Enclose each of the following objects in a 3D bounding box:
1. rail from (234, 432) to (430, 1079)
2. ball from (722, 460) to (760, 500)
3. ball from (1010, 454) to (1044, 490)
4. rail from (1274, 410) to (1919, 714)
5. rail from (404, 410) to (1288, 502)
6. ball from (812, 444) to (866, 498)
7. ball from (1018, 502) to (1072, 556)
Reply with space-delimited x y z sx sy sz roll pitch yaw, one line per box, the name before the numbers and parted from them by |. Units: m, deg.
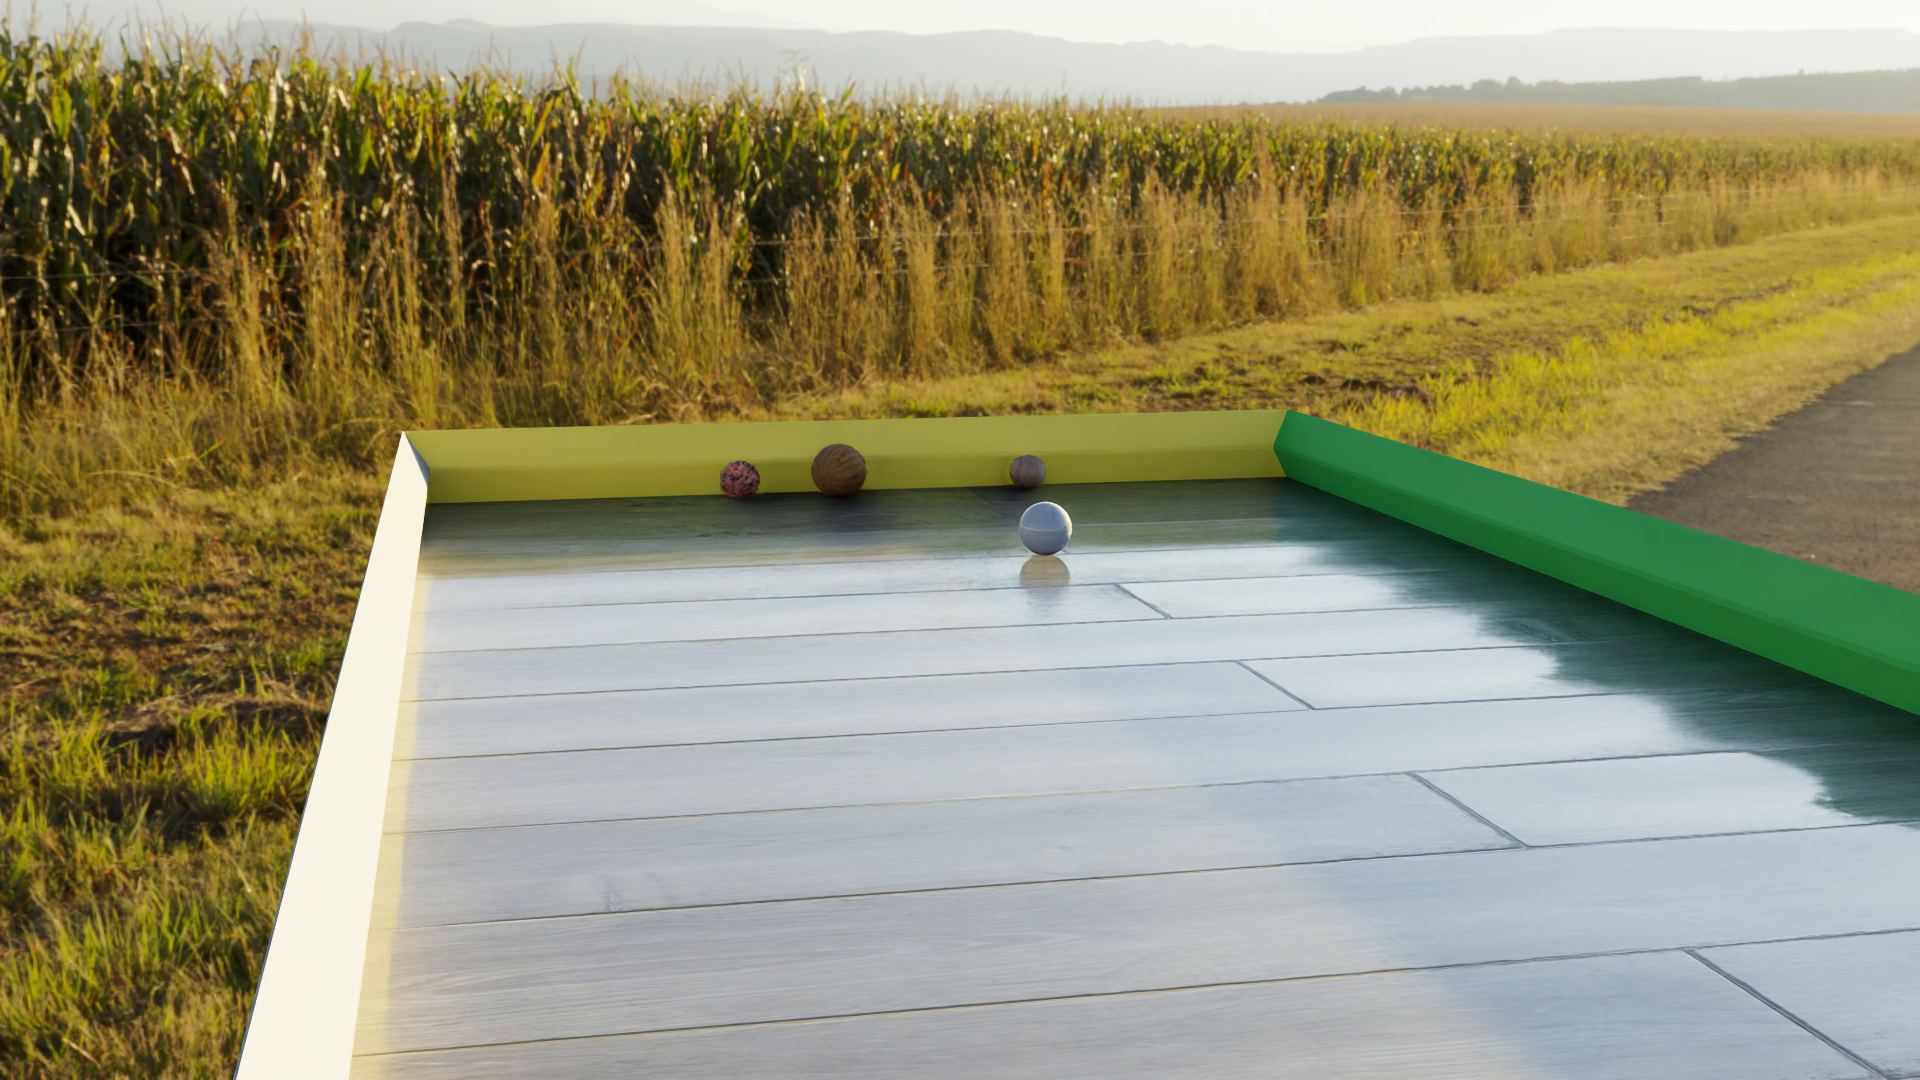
rail | -0.598 0.136 2.269 0.045 0.126 3.234 -2 10 -12
ball | -0.388 -0.106 3.881 0.068 0.068 0.068 0 10 0
ball | 0.122 -0.123 3.996 0.064 0.064 0.064 0 10 0
rail | 0.945 0.080 2.603 0.045 0.126 3.234 -2 10 -12
rail | -0.168 -0.151 3.970 1.627 0.126 0.045 -2 10 -12
ball | -0.213 -0.122 3.892 0.097 0.097 0.097 0 10 0
ball | 0.129 -0.017 3.319 0.081 0.081 0.081 0 10 0
